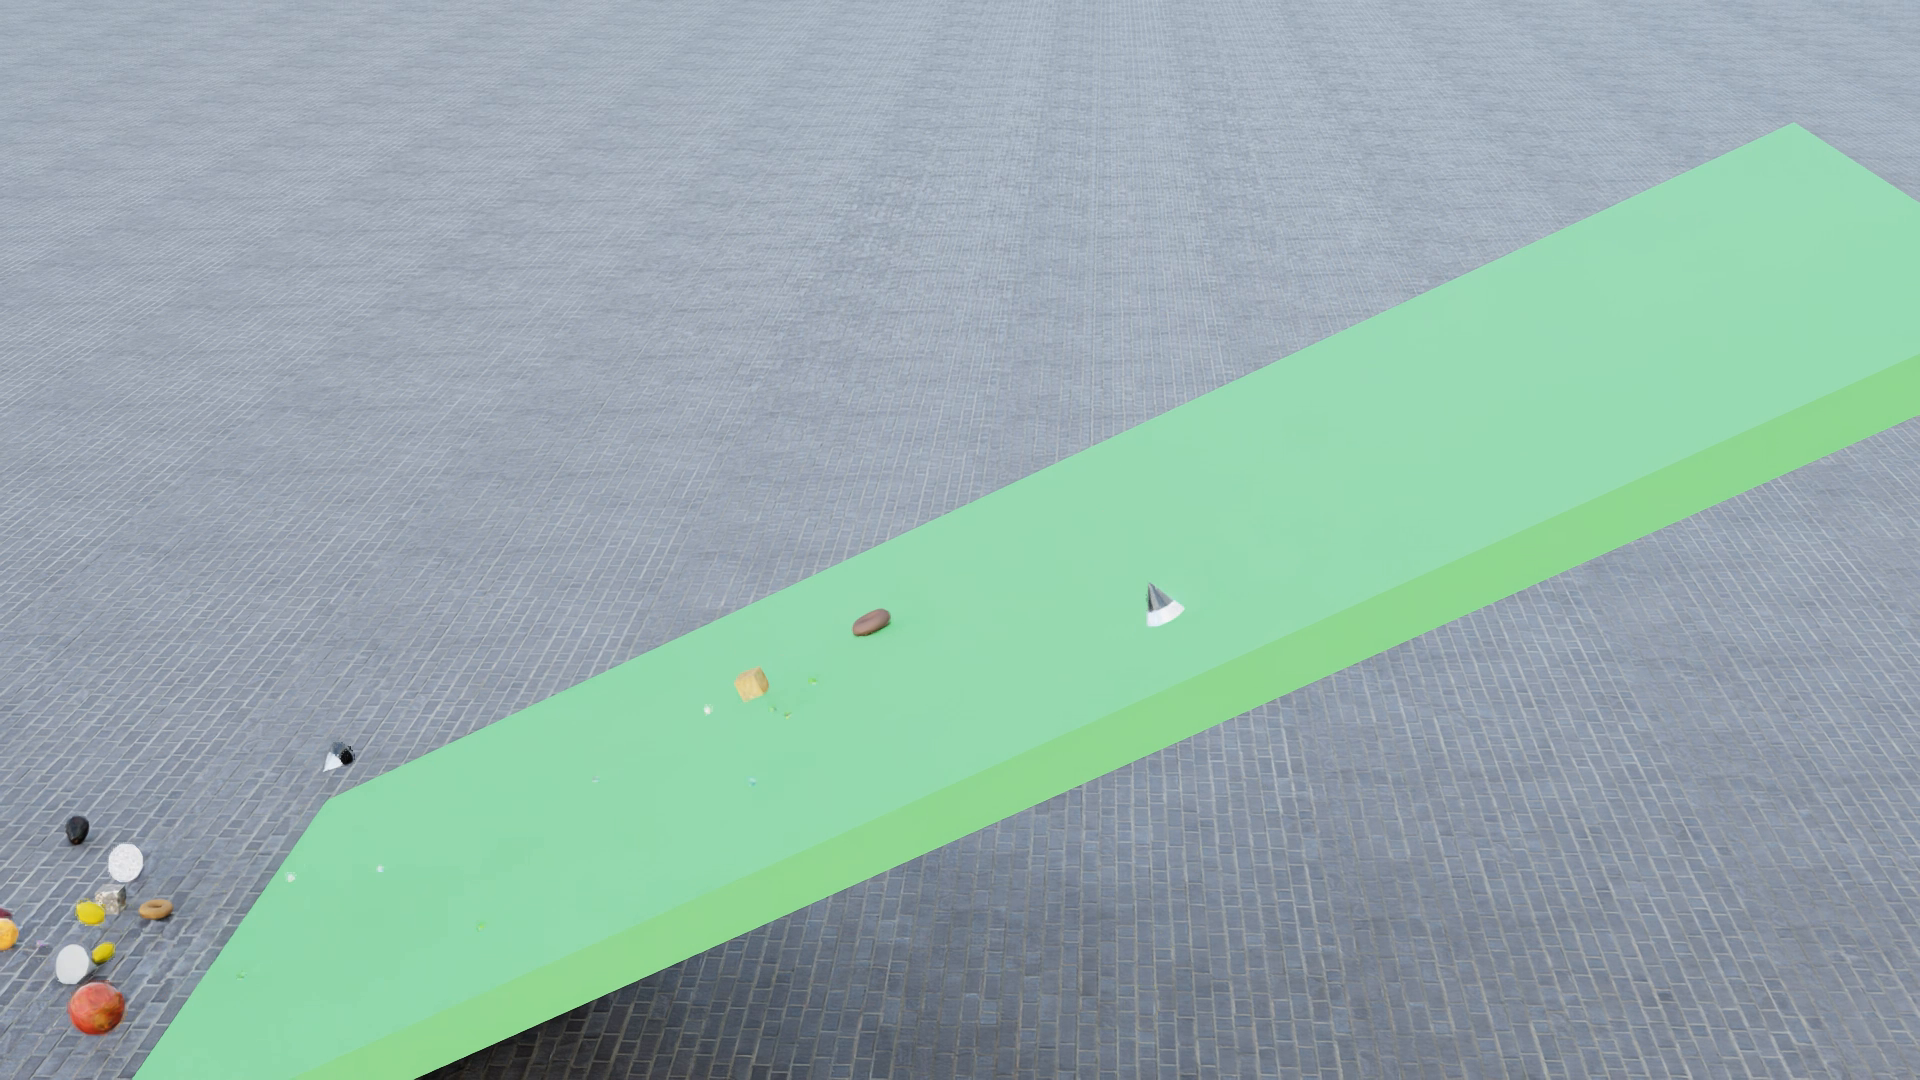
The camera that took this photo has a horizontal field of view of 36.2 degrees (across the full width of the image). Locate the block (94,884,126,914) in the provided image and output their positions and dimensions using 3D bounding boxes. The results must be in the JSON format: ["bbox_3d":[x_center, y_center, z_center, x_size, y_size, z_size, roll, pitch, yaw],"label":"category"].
[{"bbox_3d":[-2.051,0.868,7.104,0.054,0.054,0.054,1,16,5],"label":"block"}]

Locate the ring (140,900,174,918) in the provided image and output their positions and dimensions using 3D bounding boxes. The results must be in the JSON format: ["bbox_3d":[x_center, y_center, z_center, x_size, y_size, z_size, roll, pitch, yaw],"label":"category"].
[{"bbox_3d":[-1.935,0.889,7.082,0.080,0.027,0.080,-1,17,0],"label":"ring"}]

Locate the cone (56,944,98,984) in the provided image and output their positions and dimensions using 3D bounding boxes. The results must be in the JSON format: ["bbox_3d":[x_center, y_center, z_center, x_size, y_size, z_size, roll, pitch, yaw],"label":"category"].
[{"bbox_3d":[-2.008,0.978,6.750,0.092,0.092,0.092,8,-9,25],"label":"cone"}]

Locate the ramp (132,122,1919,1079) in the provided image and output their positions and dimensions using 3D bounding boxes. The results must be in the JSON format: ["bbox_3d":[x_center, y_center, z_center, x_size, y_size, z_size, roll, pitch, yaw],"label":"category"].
[{"bbox_3d":[0.138,0.168,6.281,4.000,0.100,2.000,-25,14,10],"label":"ramp"}]

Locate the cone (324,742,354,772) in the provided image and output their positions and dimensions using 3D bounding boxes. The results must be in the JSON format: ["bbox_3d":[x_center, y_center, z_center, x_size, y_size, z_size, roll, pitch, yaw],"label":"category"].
[{"bbox_3d":[-1.714,0.606,8.032,0.080,0.080,0.080,13,53,38],"label":"cone"}]

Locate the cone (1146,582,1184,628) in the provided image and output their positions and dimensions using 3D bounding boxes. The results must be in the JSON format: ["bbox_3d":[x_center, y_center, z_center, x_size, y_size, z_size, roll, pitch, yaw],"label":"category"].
[{"bbox_3d":[0.378,0.113,5.642,0.080,0.080,0.080,-25,13,7],"label":"cone"}]

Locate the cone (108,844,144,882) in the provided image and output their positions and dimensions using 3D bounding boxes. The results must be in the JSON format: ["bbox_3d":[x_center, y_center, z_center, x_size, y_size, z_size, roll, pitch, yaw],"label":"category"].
[{"bbox_3d":[-2.056,0.808,7.327,0.096,0.096,0.096,4,-10,14],"label":"cone"}]

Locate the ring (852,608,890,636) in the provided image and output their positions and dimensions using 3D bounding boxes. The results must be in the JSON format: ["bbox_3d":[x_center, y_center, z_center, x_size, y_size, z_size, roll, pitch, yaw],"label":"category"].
[{"bbox_3d":[-0.199,0.185,6.578,0.093,0.031,0.093,-26,14,7],"label":"ring"}]

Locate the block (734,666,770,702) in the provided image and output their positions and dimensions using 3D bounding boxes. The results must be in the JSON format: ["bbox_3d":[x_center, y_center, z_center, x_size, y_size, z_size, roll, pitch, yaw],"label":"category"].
[{"bbox_3d":[-0.461,0.320,6.527,0.052,0.052,0.052,-22,14,21],"label":"block"}]
